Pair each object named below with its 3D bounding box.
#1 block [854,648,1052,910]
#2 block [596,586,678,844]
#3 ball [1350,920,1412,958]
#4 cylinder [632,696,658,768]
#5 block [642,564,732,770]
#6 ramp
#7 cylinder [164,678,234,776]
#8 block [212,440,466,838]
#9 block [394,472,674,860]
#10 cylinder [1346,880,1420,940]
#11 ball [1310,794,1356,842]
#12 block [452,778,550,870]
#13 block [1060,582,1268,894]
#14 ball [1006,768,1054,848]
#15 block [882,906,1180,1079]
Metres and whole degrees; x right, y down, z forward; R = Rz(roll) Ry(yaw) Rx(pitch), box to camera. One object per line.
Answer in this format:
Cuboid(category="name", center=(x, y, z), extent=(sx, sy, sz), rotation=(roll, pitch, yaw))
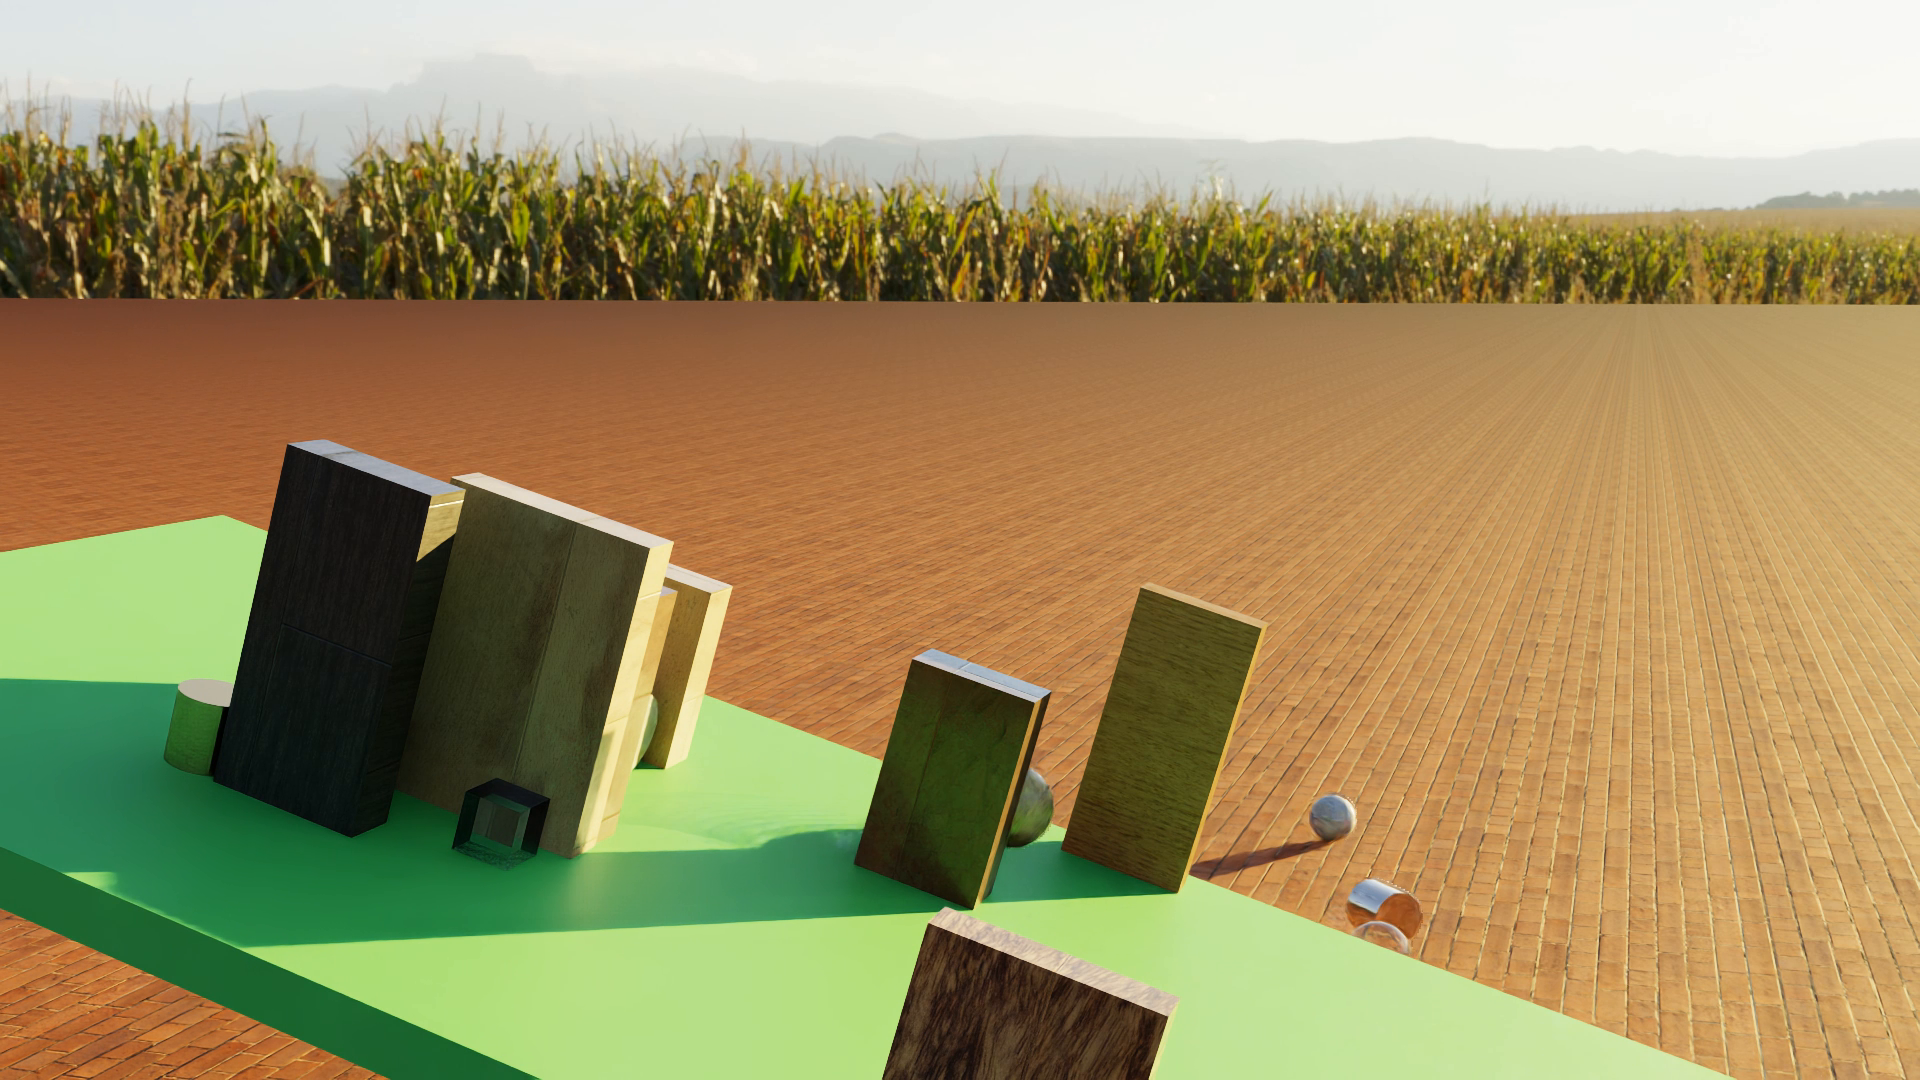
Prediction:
Cuboid(category="block", center=(-0.016, 0.484, 4.478), extent=(0.266, 0.451, 0.129), rotation=(19, 12, 14))
Cuboid(category="block", center=(-0.753, 0.295, 4.234), extent=(0.290, 0.505, 0.092), rotation=(19, 12, 14))
Cuboid(category="ball", center=(1.079, 1.076, 5.686), extent=(0.181, 0.181, 0.181), rotation=(0, 7, 0))
Cuboid(category="cylinder", center=(-0.759, 0.382, 4.652), extent=(0.175, 0.175, 0.175), rotation=(19, 12, 16))
Cuboid(category="block", center=(-0.760, 0.229, 4.796), extent=(0.429, 0.404, 0.114), rotation=(19, 12, 14))
Cuboid(category="ramp", center=(-0.373, 0.724, 4.237), extent=(4.000, 0.100, 2.000), rotation=(19, 12, 14))
Cuboid(category="cylinder", center=(-1.385, 0.346, 4.060), extent=(0.138, 0.138, 0.138), rotation=(15, 11, -3))
Cuboid(category="block", center=(-1.119, 0.175, 3.954), extent=(0.297, 0.645, 0.115), rotation=(19, 12, 14))
Cuboid(category="block", center=(-0.822, 0.234, 4.146), extent=(0.420, 0.617, 0.101), rotation=(19, 12, 14))
Cuboid(category="cylinder", center=(1.181, 1.038, 6.136), extent=(0.149, 0.149, 0.149), rotation=(-3, 7, -21))
Cuboid(category="ball", center=(1.219, 0.910, 7.195), extent=(0.152, 0.152, 0.152), rotation=(0, 7, 0))
Cuboid(category="block", center=(-0.840, 0.520, 4.030), extent=(0.114, 0.114, 0.114), rotation=(19, 12, 14))
Cuboid(category="block", center=(0.451, 0.439, 4.884), extent=(0.280, 0.629, 0.084), rotation=(19, 12, 14))
Cuboid(category="ball", center=(0.114, 0.585, 4.847), extent=(0.185, 0.185, 0.185), rotation=(0, 7, 0))
Cuboid(category="block", center=(0.081, 0.798, 3.214), extent=(0.371, 0.408, 0.085), rotation=(19, 12, 14))
